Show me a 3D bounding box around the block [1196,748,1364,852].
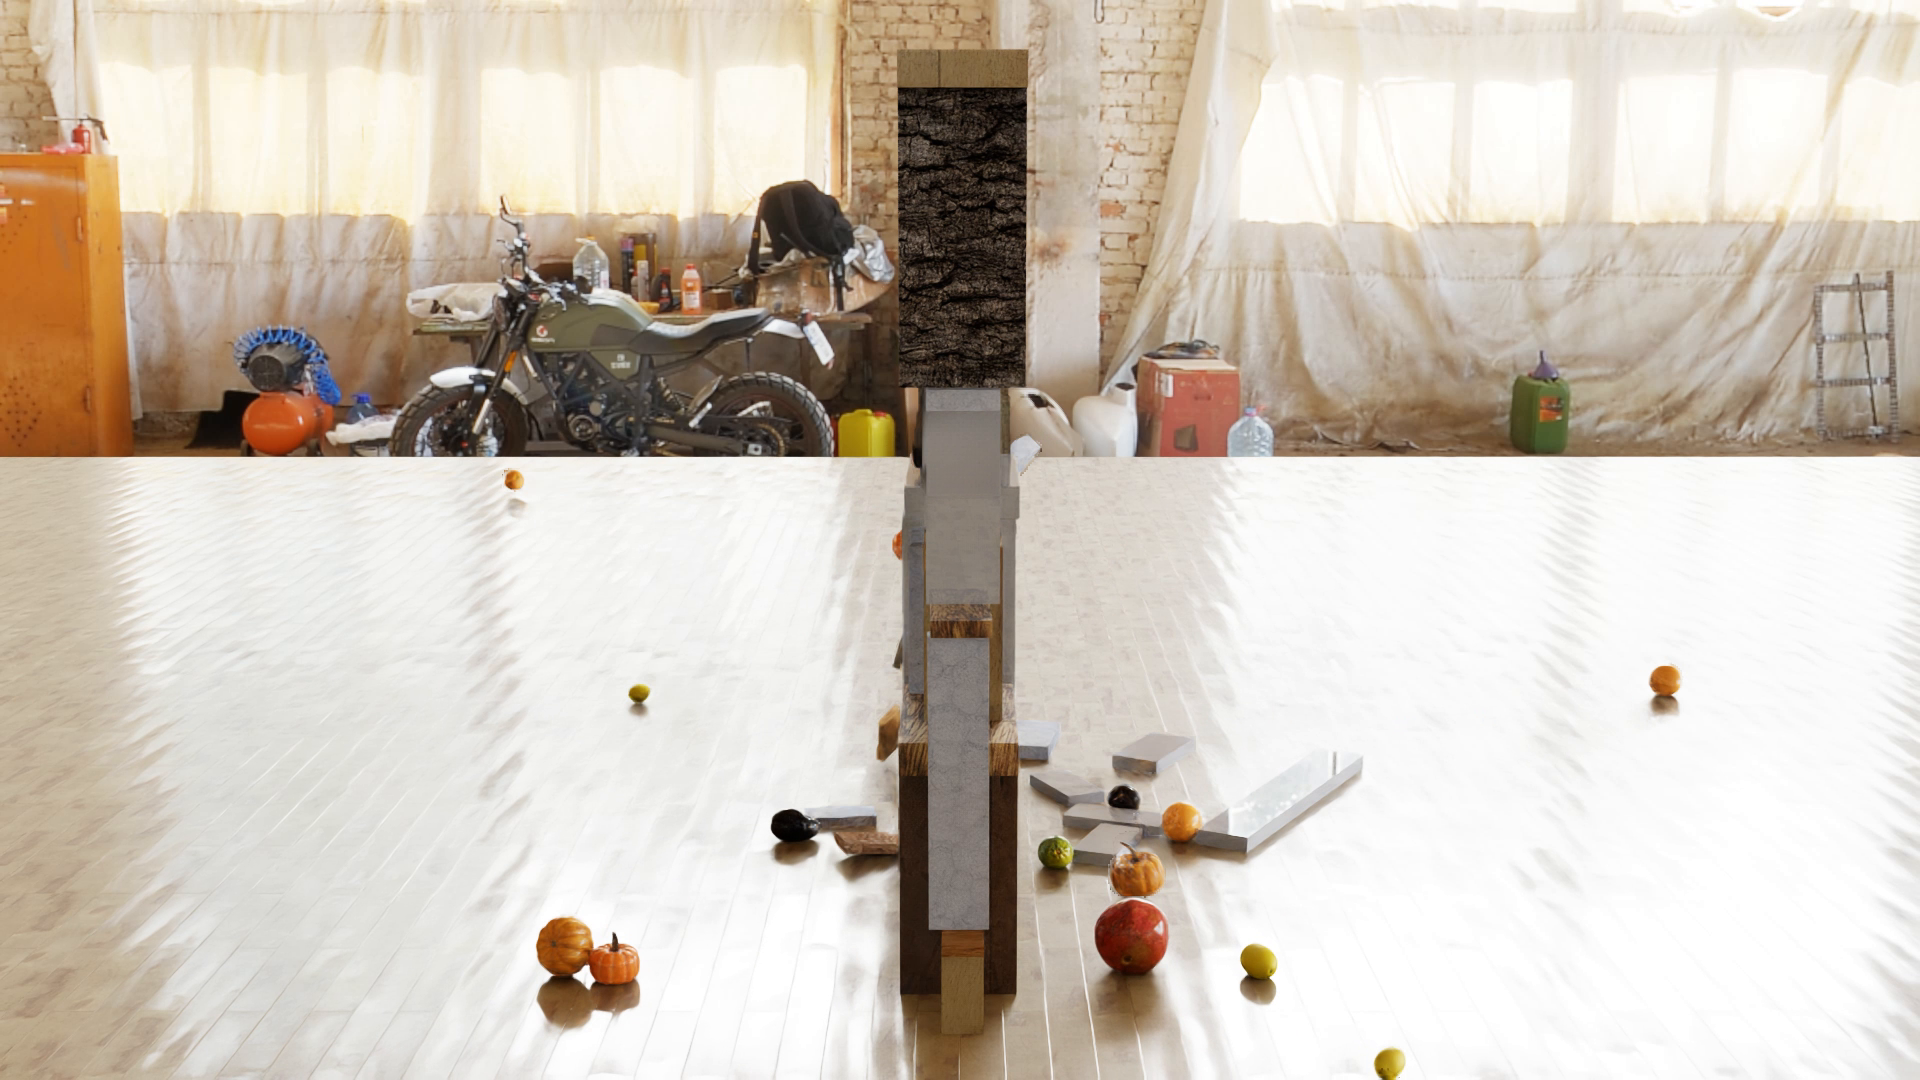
[{"bbox_3d":[0.614,0.486,4.155,0.096,0.027,0.601,6,12,29],"label":"block"}]

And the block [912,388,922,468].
[{"bbox_3d":[-0.008,-0.194,3.631,0.125,0.035,0.250,-1,30,3],"label":"block"}]

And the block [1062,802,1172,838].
[{"bbox_3d":[0.288,0.513,4.022,0.184,0.023,0.080,4,11,22],"label":"block"}]

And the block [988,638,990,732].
[{"bbox_3d":[-0.001,0.193,3.186,0.085,0.171,0.024,0,11,-1],"label":"block"}]

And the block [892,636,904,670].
[{"bbox_3d":[-0.100,0.192,4.284,0.016,0.113,0.057,22,23,14],"label":"block"}]

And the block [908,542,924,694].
[{"bbox_3d":[-0.019,0.123,3.399,0.116,0.232,0.033,2,11,9],"label":"block"}]

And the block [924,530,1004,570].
[{"bbox_3d":[0.004,0.006,3.304,0.116,0.033,0.232,0,11,0],"label":"block"}]

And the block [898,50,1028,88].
[{"bbox_3d":[0.003,-0.671,3.146,0.177,0.050,0.355,0,11,0],"label":"block"}]

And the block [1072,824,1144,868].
[{"bbox_3d":[0.261,0.538,3.885,0.080,0.023,0.159,4,11,22],"label":"block"}]

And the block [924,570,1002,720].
[{"bbox_3d":[0.005,0.150,3.252,0.116,0.232,0.033,0,11,0],"label":"block"}]

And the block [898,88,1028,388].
[{"bbox_3d":[0.003,-0.421,3.071,0.177,0.412,0.050,0,11,0],"label":"block"}]

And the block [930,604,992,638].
[{"bbox_3d":[0.000,0.108,3.113,0.085,0.024,0.171,0,10,-1],"label":"block"}]

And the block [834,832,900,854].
[{"bbox_3d":[-0.149,0.534,3.872,0.130,0.018,0.065,4,9,-19],"label":"block"}]

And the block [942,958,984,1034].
[{"bbox_3d":[0.004,0.636,3.097,0.059,0.118,0.017,0,10,0],"label":"block"}]

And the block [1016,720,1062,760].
[{"bbox_3d":[0.148,0.413,4.550,0.096,0.027,0.193,2,11,10],"label":"block"}]

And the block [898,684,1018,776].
[{"bbox_3d":[-0.003,0.282,3.310,0.172,0.049,0.344,0,11,0],"label":"block"}]

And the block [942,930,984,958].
[{"bbox_3d":[0.004,0.563,3.123,0.059,0.017,0.118,0,11,0],"label":"block"}]

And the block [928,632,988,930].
[{"bbox_3d":[-0.002,0.341,3.098,0.086,0.429,0.024,0,10,-1],"label":"block"}]

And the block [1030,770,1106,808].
[{"bbox_3d":[0.205,0.476,4.221,0.080,0.023,0.159,-5,12,-25],"label":"block"}]

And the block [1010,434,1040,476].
[{"bbox_3d":[0.032,-0.101,3.995,0.250,0.035,0.125,-31,-15,-44],"label":"block"}]

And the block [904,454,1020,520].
[{"bbox_3d":[0.004,-0.090,3.586,0.178,0.050,0.356,0,11,0],"label":"block"}]

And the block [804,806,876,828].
[{"bbox_3d":[-0.222,0.510,4.052,0.131,0.018,0.065,-1,11,-6],"label":"block"}]

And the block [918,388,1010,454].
[{"bbox_3d":[0.009,-0.122,3.805,0.156,0.312,0.044,-2,2,-2],"label":"block"}]

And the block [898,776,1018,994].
[{"bbox_3d":[-0.002,0.496,3.234,0.172,0.344,0.049,0,11,0],"label":"block"}]

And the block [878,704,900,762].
[{"bbox_3d":[-0.143,0.389,4.411,0.016,0.113,0.057,26,48,23],"label":"block"}]

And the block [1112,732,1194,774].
[{"bbox_3d":[0.392,0.431,4.449,0.096,0.027,0.193,6,12,28],"label":"block"}]

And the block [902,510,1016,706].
[{"bbox_3d":[-0.002,0.167,3.513,0.178,0.427,0.050,0,12,-1],"label":"block"}]

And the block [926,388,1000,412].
[{"bbox_3d":[0.003,-0.213,3.163,0.105,0.030,0.210,0,11,-1],"label":"block"}]

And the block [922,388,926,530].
[{"bbox_3d":[-0.003,-0.150,3.323,0.108,0.266,0.031,0,11,0],"label":"block"}]

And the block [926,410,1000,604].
[{"bbox_3d":[0.004,-0.049,3.123,0.105,0.280,0.030,0,10,-1],"label":"block"}]
